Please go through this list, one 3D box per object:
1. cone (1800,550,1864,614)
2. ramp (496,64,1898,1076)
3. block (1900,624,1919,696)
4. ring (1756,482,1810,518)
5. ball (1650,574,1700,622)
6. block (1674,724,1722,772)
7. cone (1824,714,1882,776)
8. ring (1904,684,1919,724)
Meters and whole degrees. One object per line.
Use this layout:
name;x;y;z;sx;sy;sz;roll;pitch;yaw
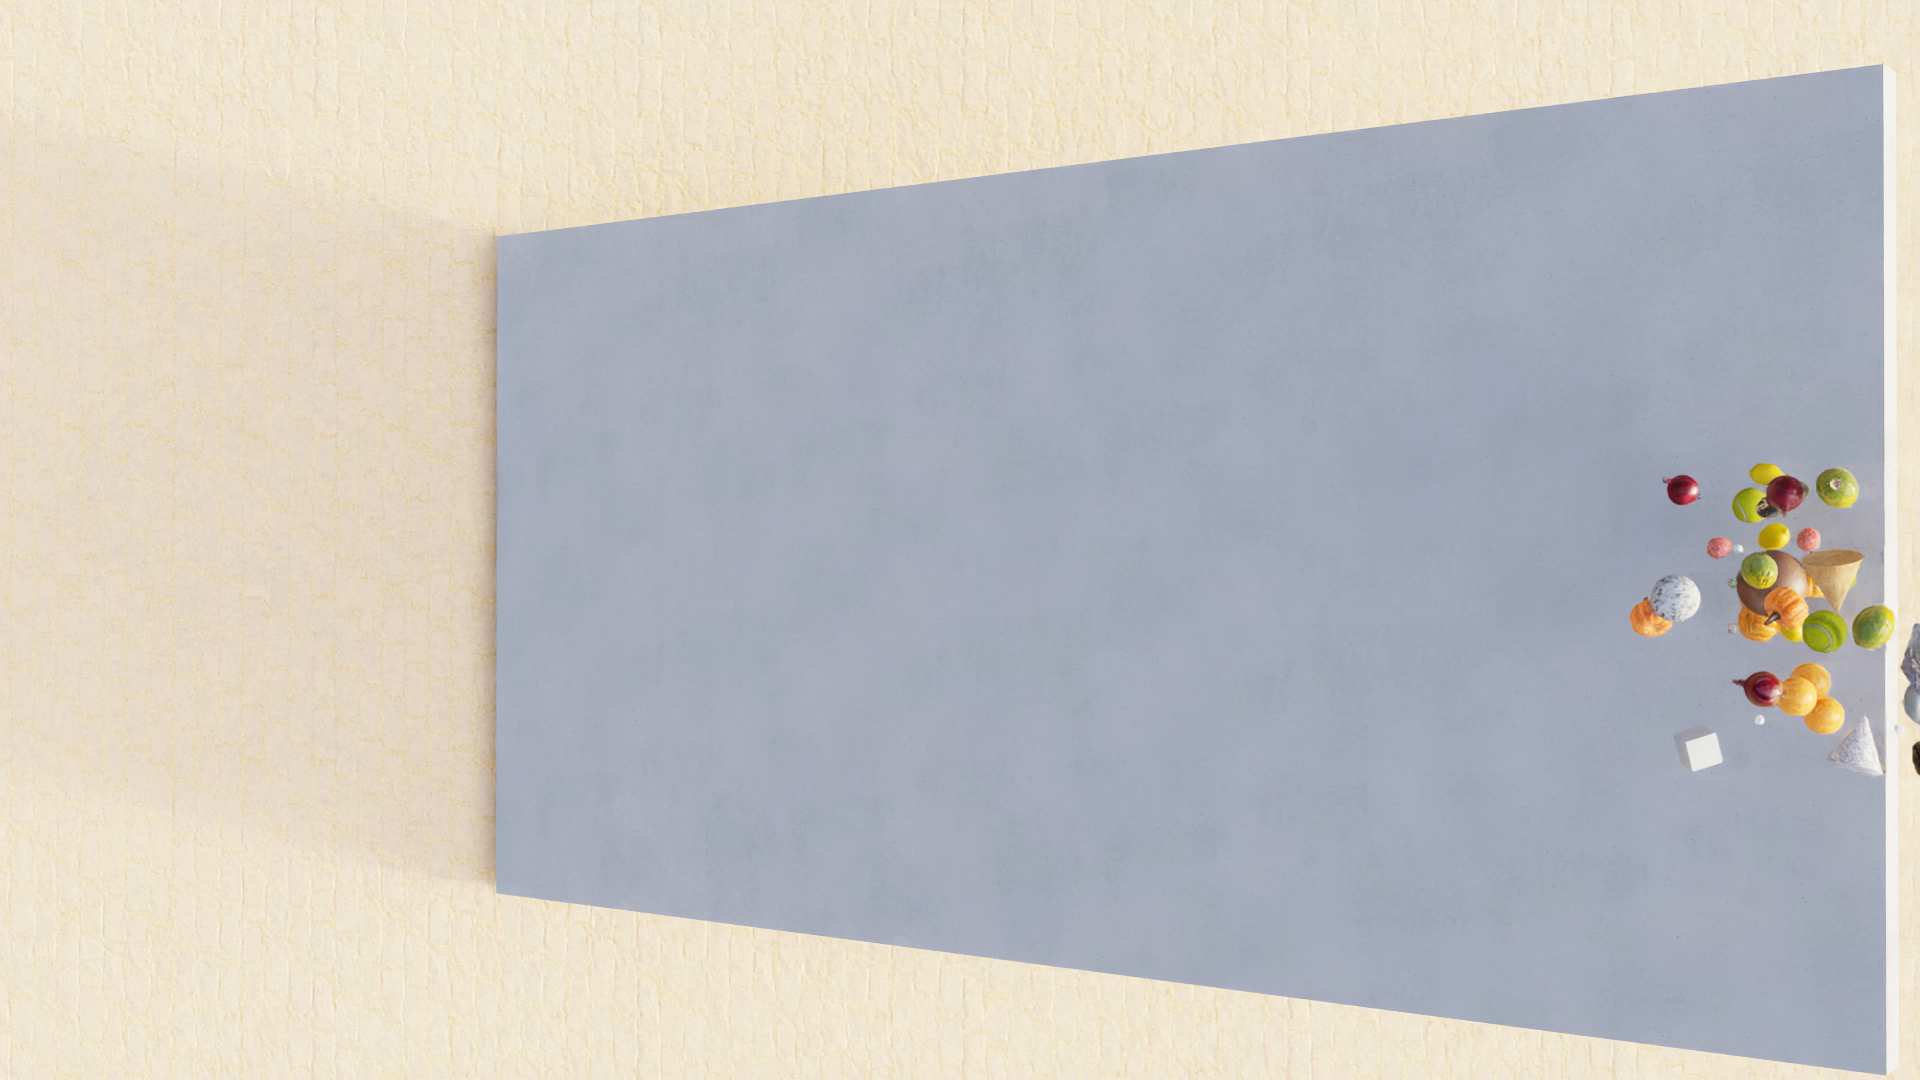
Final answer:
cone;1.350;0.071;3.394;0.091;0.091;0.091;-10;103;0
ramp;0.238;0.066;5.560;4.000;0.100;2.000;0;89;36
block;1.568;0.195;3.478;0.098;0.098;0.098;-8;131;-4
ring;1.475;-0.071;3.942;0.098;0.098;0.033;-24;74;0
ball;1.324;0.108;4.070;0.088;0.088;0.088;0;90;0
block;1.329;0.375;3.963;0.057;0.057;0.057;-17;101;-1
cone;1.533;0.342;3.748;0.096;0.096;0.096;16;84;0
ring;1.768;0.285;3.984;0.118;0.039;0.118;-3;118;-6
